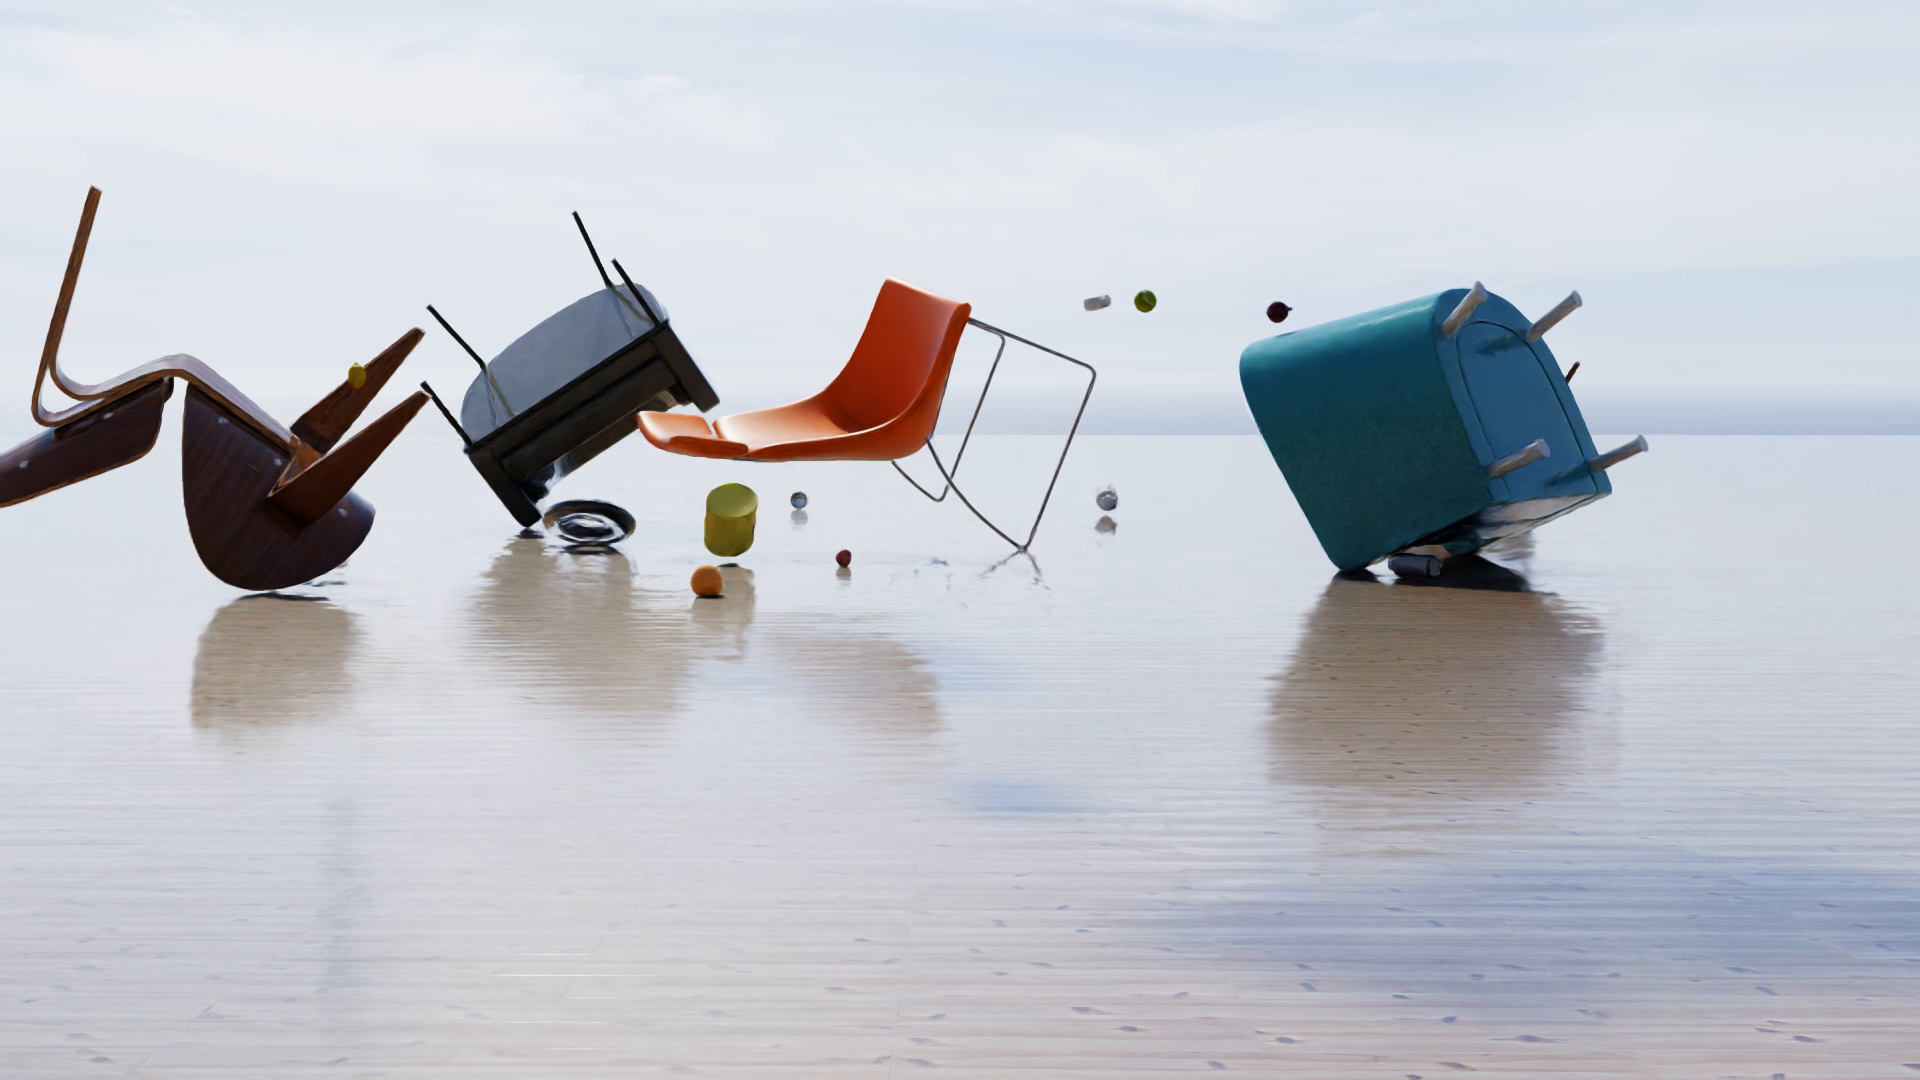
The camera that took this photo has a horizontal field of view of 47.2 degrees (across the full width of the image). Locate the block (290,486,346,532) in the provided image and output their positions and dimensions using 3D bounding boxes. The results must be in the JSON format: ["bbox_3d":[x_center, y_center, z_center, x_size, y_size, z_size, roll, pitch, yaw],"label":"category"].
[{"bbox_3d":[-2.053,-0.102,7.039,0.122,0.135,0.121,3,5,33],"label":"block"}]

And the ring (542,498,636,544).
[{"bbox_3d":[-1.053,-0.050,6.242,0.258,0.053,0.363,16,-21,-24],"label":"ring"}]

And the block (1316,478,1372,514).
[{"bbox_3d":[1.371,-0.157,7.852,0.194,0.125,0.085,1,-3,13],"label":"block"}]

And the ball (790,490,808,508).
[{"bbox_3d":[-0.603,-0.150,8.240,0.067,0.067,0.067,0,4,0],"label":"ball"}]

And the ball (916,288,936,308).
[{"bbox_3d":[-0.101,-0.709,6.445,0.057,0.057,0.057,0,4,0],"label":"ball"}]

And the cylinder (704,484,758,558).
[{"bbox_3d":[-0.603,-0.052,5.773,0.129,0.136,0.147,23,41,15],"label":"cylinder"}]
